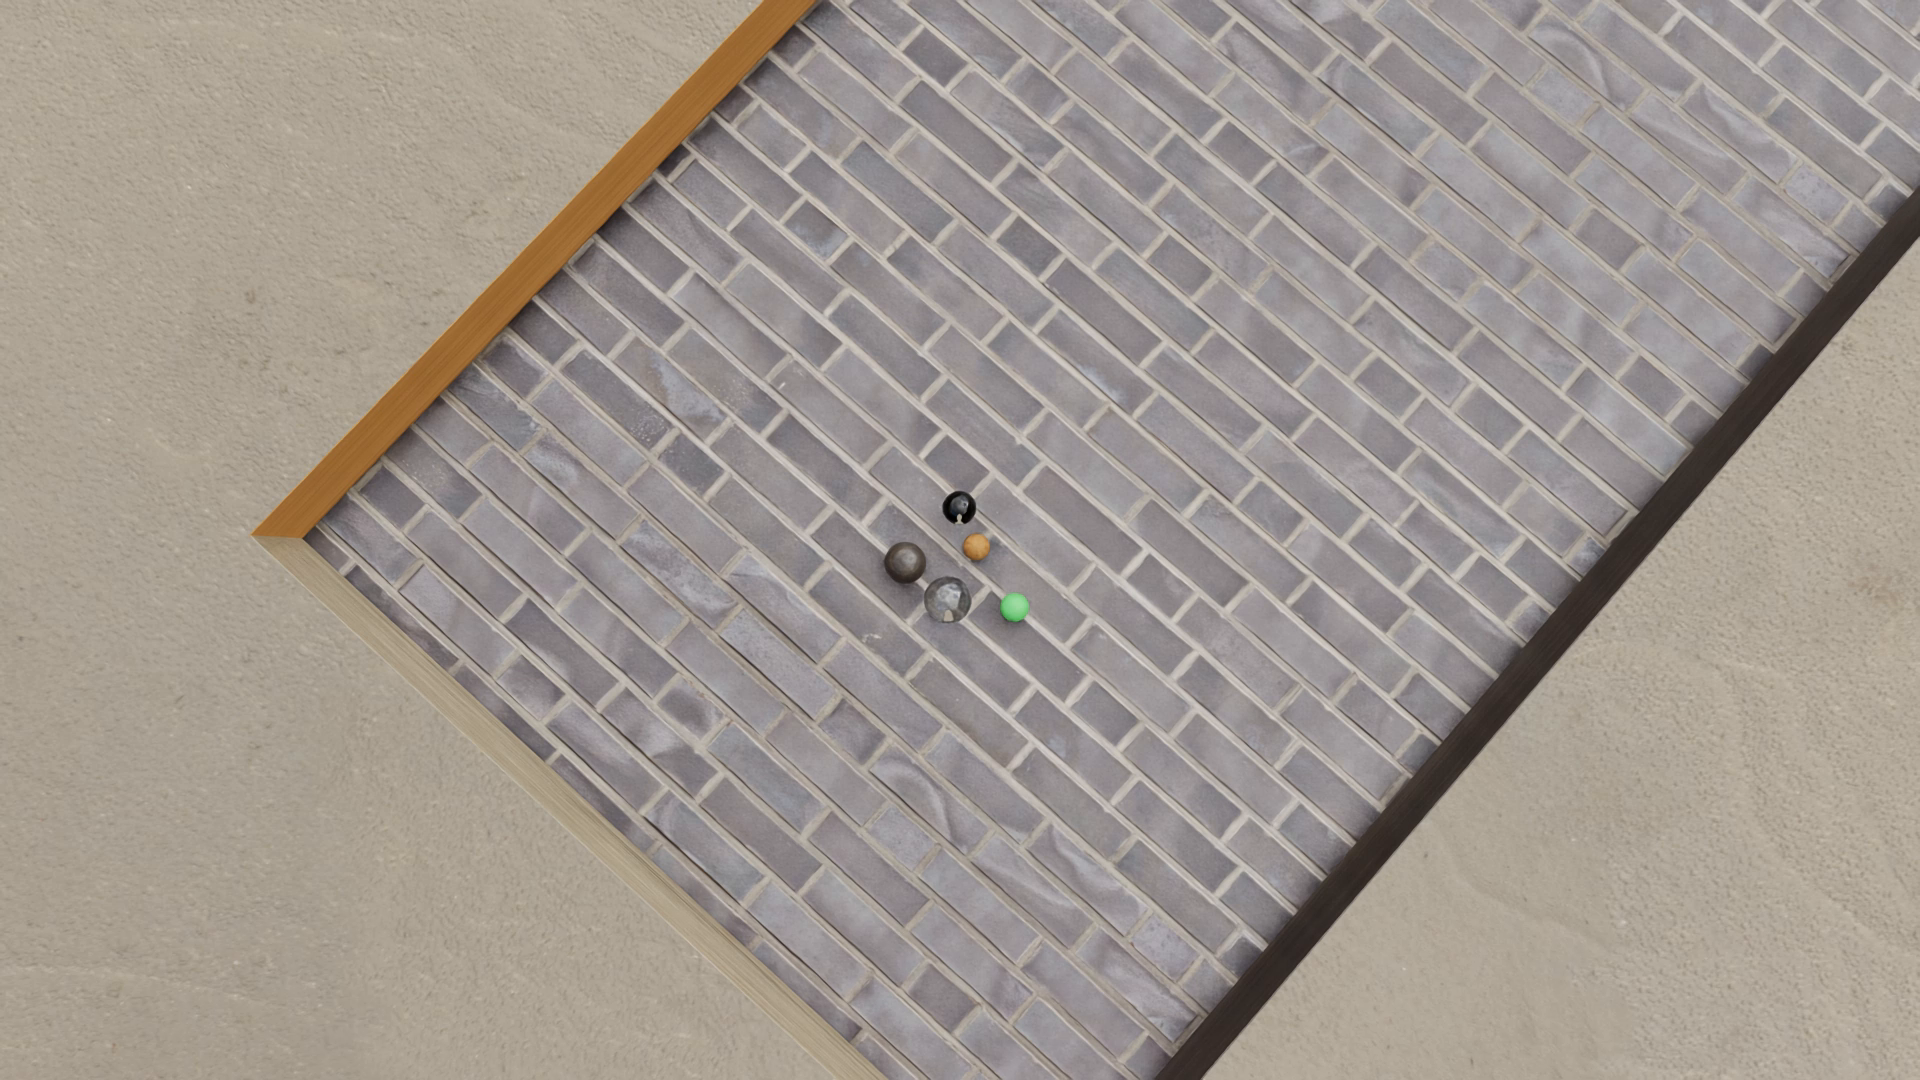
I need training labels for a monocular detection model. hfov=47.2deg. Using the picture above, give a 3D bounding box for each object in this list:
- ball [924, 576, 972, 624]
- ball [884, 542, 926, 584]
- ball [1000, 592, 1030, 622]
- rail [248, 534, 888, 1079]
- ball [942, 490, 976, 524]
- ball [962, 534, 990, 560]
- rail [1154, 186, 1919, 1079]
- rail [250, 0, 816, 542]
[{"bbox_3d":[-0.018,0.089,3.263,0.072,0.072,0.072,0,80,0],"label":"ball"},{"bbox_3d":[-0.082,0.034,3.277,0.063,0.063,0.063,0,80,0],"label":"ball"},{"bbox_3d":[0.081,0.100,3.276,0.043,0.043,0.043,0,80,0],"label":"ball"},{"bbox_3d":[-0.449,0.493,3.184,1.549,0.093,0.045,41,83,6],"label":"rail"},{"bbox_3d":[-0.001,-0.048,3.296,0.052,0.052,0.052,0,80,0],"label":"ball"},{"bbox_3d":[0.025,0.010,3.292,0.041,0.041,0.041,0,80,0],"label":"ball"},{"bbox_3d":[1.025,-0.023,3.270,0.045,0.093,2.792,41,83,6],"label":"rail"},{"bbox_3d":[-0.094,-1.010,3.436,0.045,0.093,2.792,41,83,6],"label":"rail"}]
